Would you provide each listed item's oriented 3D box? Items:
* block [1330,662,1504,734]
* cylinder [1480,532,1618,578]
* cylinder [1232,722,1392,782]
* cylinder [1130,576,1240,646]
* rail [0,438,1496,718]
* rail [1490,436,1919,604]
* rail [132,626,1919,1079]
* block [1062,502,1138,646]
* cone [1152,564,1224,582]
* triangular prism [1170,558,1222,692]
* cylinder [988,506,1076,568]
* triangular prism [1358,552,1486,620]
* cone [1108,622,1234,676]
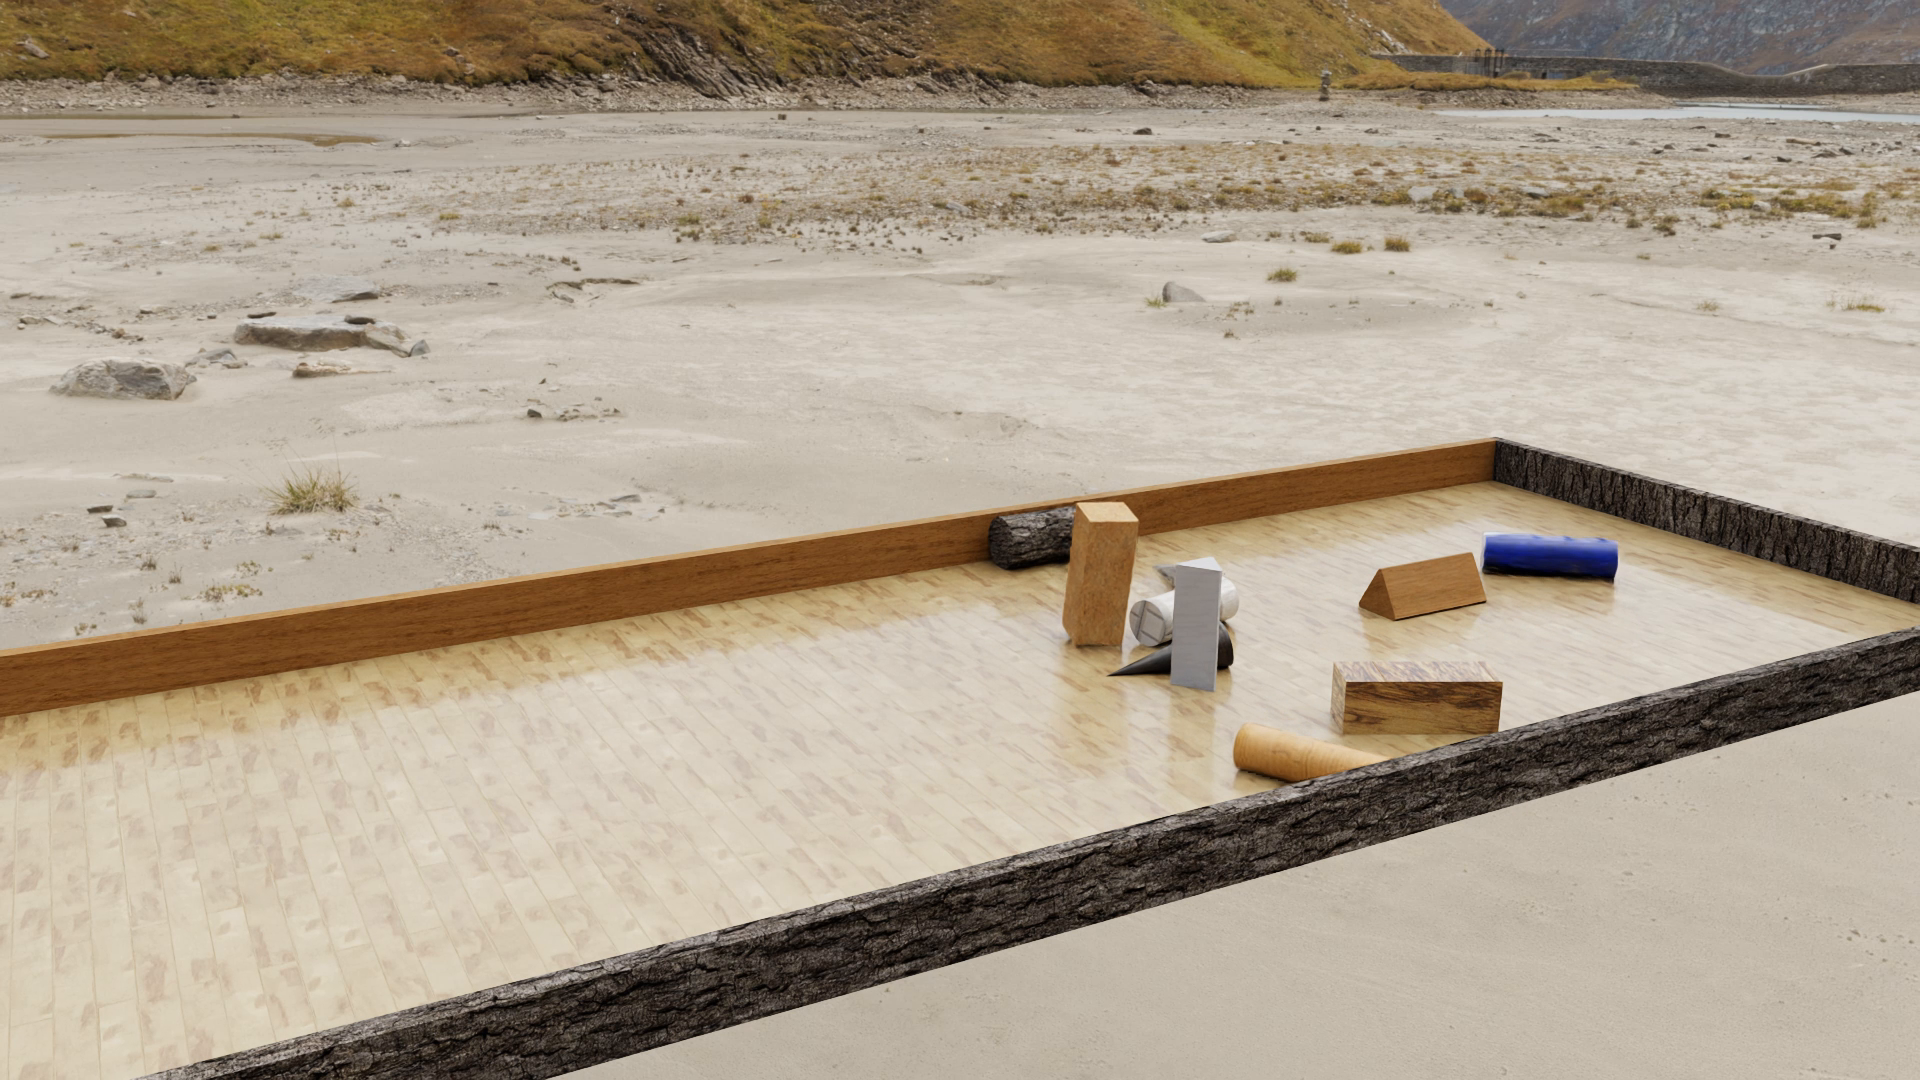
[{"bbox_3d":[1.066,0.369,3.866,0.361,0.131,0.131,0,16,0],"label":"block"},{"bbox_3d":[1.781,0.046,4.995,0.380,0.114,0.114,4,17,12],"label":"cylinder"},{"bbox_3d":[0.759,0.478,3.547,0.329,0.102,0.102,12,20,34],"label":"cylinder"},{"bbox_3d":[0.611,0.191,4.481,0.314,0.125,0.125,-15,22,-41],"label":"cylinder"},{"bbox_3d":[-3.305,0.497,3.399,12.000,0.150,0.050,-9,18,-27],"label":"rail"},{"bbox_3d":[2.466,-0.048,5.253,0.050,0.150,2.100,-9,18,-27],"label":"rail"},{"bbox_3d":[-2.336,1.006,1.665,12.000,0.150,0.050,-9,18,-27],"label":"rail"},{"bbox_3d":[0.370,0.090,4.379,0.132,0.356,0.132,0,23,-13],"label":"block"},{"bbox_3d":[0.651,0.102,4.909,0.114,0.114,0.367,-6,9,-19],"label":"cone"},{"bbox_3d":[0.602,0.204,4.104,0.118,0.312,0.102,9,18,26],"label":"triangular prism"},{"bbox_3d":[0.285,-0.015,5.122,0.362,0.160,0.160,-9,18,-27],"label":"cylinder"},{"bbox_3d":[1.326,0.119,4.705,0.345,0.130,0.150,-9,19,-27],"label":"triangular prism"},{"bbox_3d":[0.523,0.306,4.209,0.328,0.120,0.120,-14,19,-11],"label":"cone"}]
